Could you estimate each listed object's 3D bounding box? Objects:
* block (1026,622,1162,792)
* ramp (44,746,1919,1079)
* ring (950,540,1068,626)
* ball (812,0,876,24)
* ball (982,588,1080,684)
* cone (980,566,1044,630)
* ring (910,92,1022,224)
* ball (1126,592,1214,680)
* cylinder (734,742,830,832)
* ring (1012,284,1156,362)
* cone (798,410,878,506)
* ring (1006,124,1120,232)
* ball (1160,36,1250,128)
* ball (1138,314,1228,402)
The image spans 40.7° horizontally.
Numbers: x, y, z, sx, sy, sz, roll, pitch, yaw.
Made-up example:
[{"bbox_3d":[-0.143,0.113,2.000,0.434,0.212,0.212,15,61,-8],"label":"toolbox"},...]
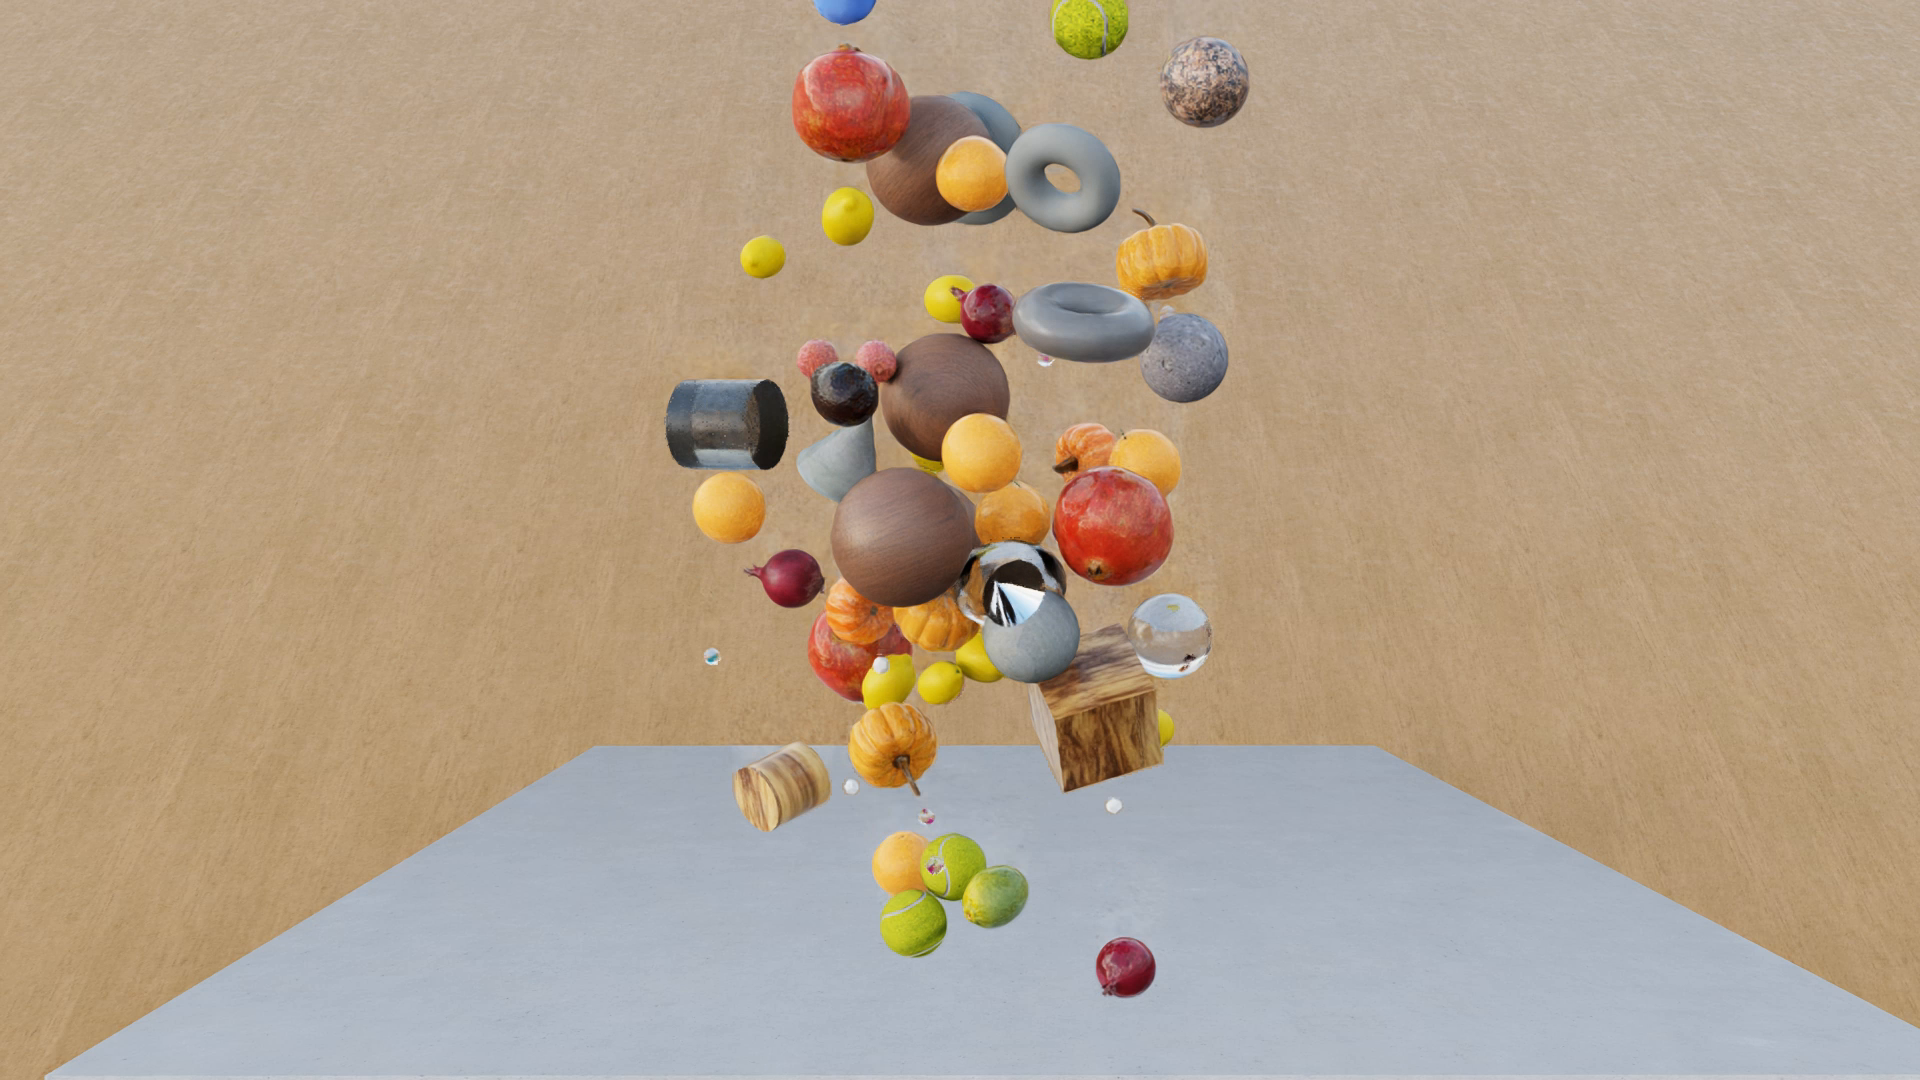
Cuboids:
[{"bbox_3d":[0.127,0.161,2.487,0.100,0.100,0.100,-16,42,-8],"label":"block"},{"bbox_3d":[0.066,0.586,4.636,2.000,0.100,4.000,0,0,0],"label":"ramp"},{"bbox_3d":[0.047,0.043,2.462,0.112,0.112,0.037,-2,50,-3],"label":"ring"},{"bbox_3d":[-0.112,-0.535,2.519,0.065,0.065,0.065,0,29,0],"label":"ball"},{"bbox_3d":[0.066,0.088,2.411,0.091,0.091,0.091,0,29,0],"label":"ball"},{"bbox_3d":[0.033,0.038,2.324,0.062,0.062,0.062,-16,35,-26],"label":"cone"},{"bbox_3d":[0.010,-0.391,2.657,0.139,0.139,0.046,18,30,29],"label":"ring"},{"bbox_3d":[0.202,0.093,2.496,0.083,0.083,0.083,0,29,0],"label":"ball"},{"bbox_3d":[-0.184,0.255,2.674,0.070,0.070,0.070,-25,38,-38],"label":"cylinder"},{"bbox_3d":[0.108,-0.190,2.259,0.126,0.042,0.126,5,24,-2],"label":"ring"},{"bbox_3d":[-0.103,-0.096,2.536,0.087,0.087,0.087,19,35,-14],"label":"cone"},{"bbox_3d":[0.092,-0.325,2.322,0.109,0.109,0.036,11,43,19],"label":"ring"},{"bbox_3d":[0.207,-0.387,2.185,0.077,0.077,0.077,0,29,0],"label":"ball"},{"bbox_3d":[0.204,-0.166,2.354,0.081,0.081,0.081,0,29,0],"label":"ball"}]
